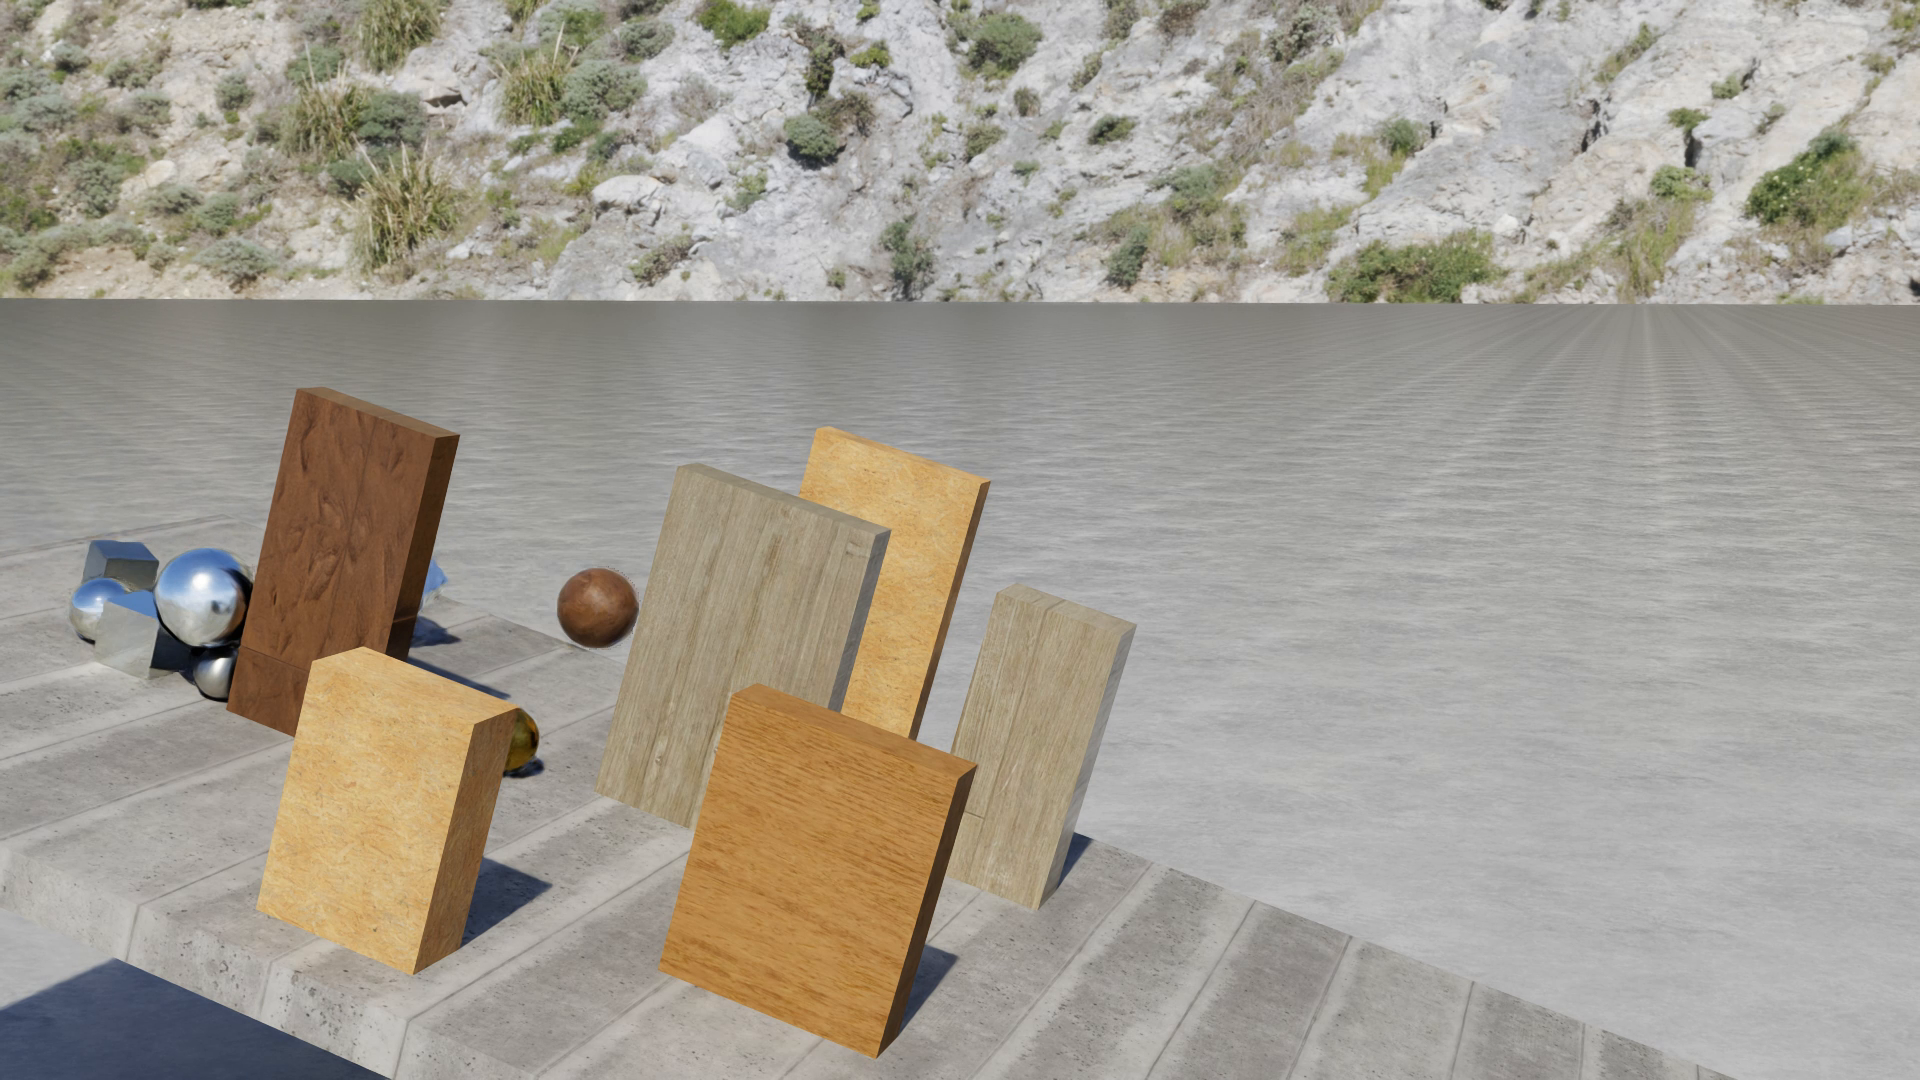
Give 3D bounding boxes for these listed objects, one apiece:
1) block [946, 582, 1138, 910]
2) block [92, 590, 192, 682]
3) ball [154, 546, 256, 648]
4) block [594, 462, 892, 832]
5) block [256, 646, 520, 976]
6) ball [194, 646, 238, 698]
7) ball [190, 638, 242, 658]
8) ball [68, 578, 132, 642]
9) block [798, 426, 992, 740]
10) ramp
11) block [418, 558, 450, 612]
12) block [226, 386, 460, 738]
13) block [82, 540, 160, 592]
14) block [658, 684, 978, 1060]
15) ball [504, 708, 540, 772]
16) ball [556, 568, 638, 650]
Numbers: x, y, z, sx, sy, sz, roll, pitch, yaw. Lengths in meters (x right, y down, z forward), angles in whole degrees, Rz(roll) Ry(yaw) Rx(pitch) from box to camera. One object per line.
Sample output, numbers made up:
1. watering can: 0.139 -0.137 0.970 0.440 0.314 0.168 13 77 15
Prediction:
1. block: 0.139 0.426 4.568 0.270 0.606 0.149 19 12 14
2. block: -1.645 0.192 4.444 0.130 0.130 0.130 19 12 12
3. ball: -1.489 0.114 4.353 0.203 0.203 0.203 0 7 0
4. block: -0.440 0.246 4.404 0.431 0.698 0.098 19 12 14
5. block: -0.921 0.431 3.537 0.295 0.429 0.145 19 12 14
6. ball: -1.474 0.264 4.395 0.108 0.108 0.108 0 7 0
7. ball: -1.556 0.192 4.586 0.124 0.124 0.124 0 7 0
8. ball: -1.756 0.143 4.509 0.134 0.134 0.134 0 7 0
9. block: -0.227 0.150 5.069 0.407 0.731 0.083 19 12 14
10. ramp: -0.373 0.723 4.237 4.000 0.100 2.000 19 12 14
11. block: -1.292 0.097 5.025 0.148 0.148 0.148 -36 -2 -39
12. block: -1.207 0.067 4.290 0.311 0.665 0.091 19 12 14
13. block: -1.830 0.075 4.790 0.112 0.112 0.112 6 17 -41
14. block: -0.242 0.552 3.697 0.409 0.505 0.111 19 12 14
15. ball: -0.917 0.401 4.437 0.135 0.135 0.135 0 7 0
16. ball: -0.893 0.169 5.421 0.200 0.200 0.200 0 7 0
